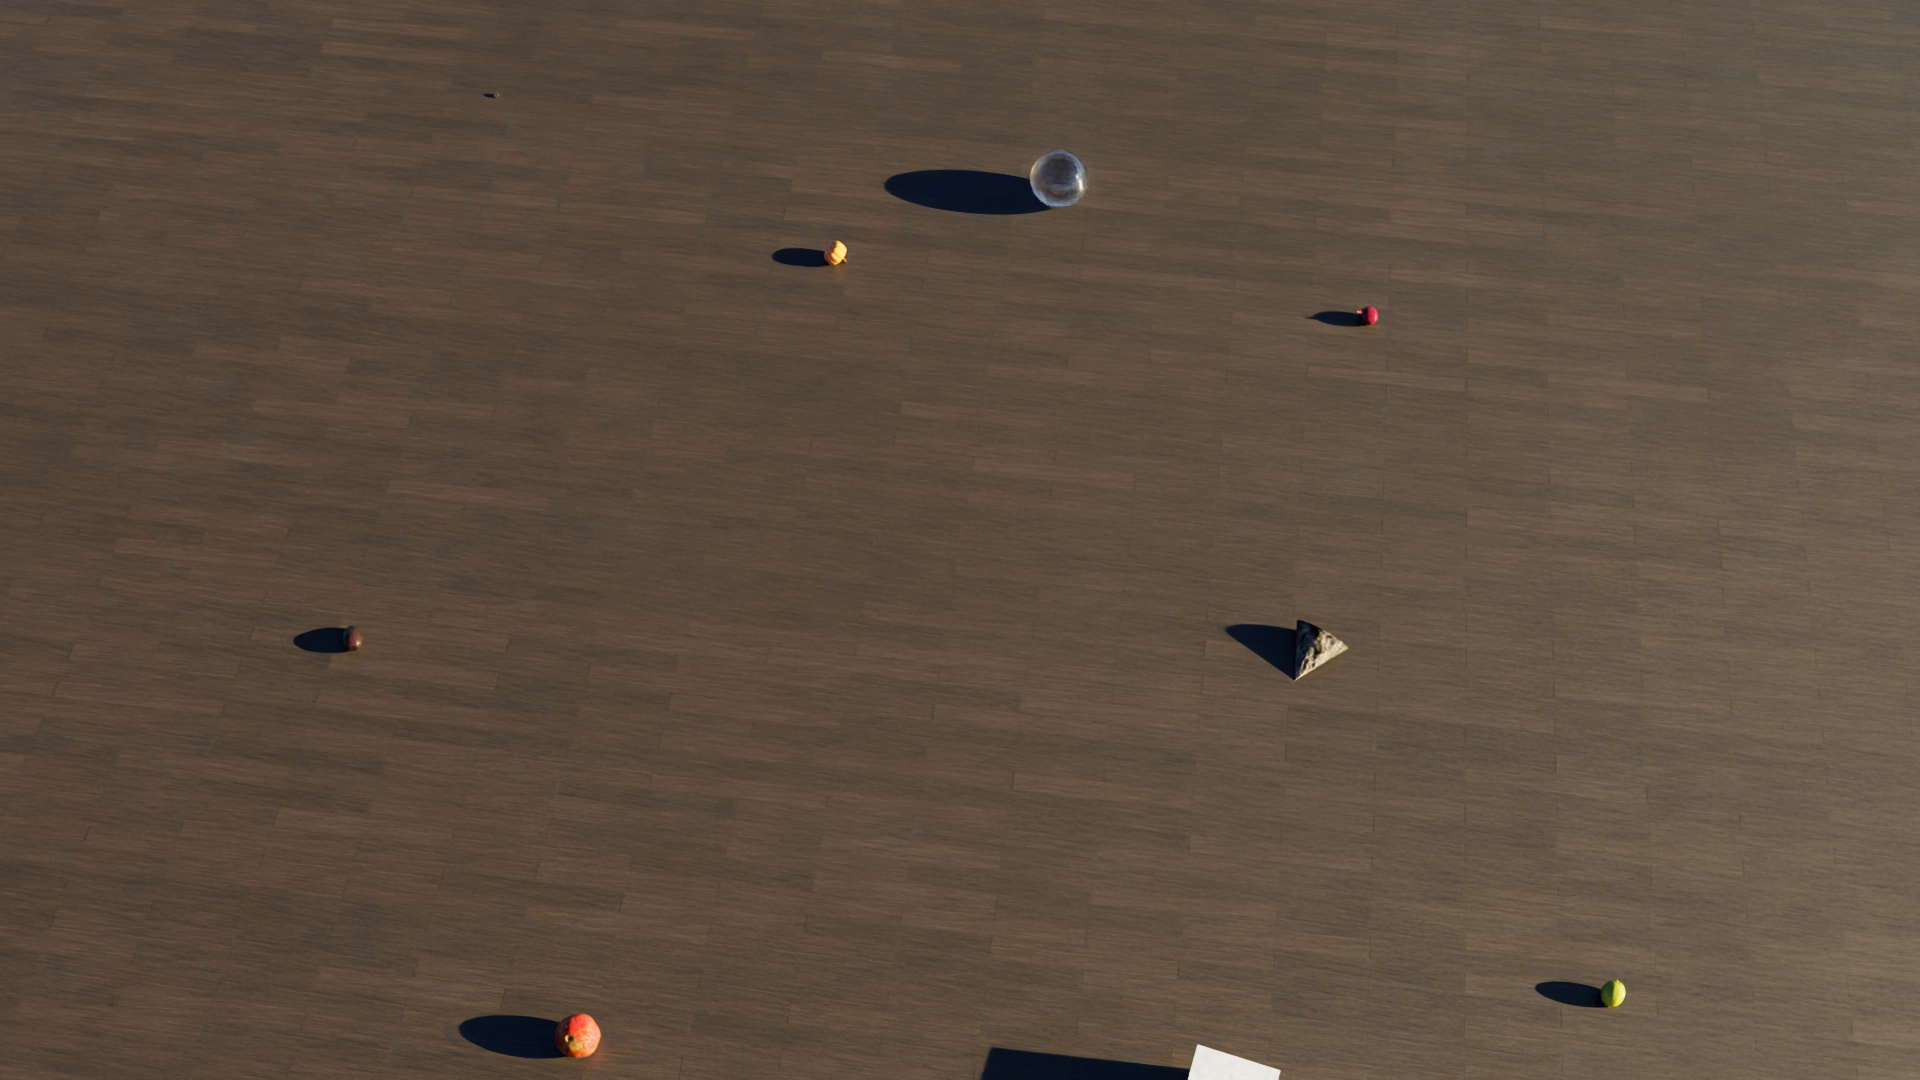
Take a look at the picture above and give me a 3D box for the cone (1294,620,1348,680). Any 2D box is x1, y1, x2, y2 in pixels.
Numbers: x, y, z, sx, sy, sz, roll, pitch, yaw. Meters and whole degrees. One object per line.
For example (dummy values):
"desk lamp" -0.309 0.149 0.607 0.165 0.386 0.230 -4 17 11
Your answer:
"cone" 1.002 0.338 6.322 0.167 0.088 0.163 29 76 17

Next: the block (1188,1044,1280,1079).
"block" 0.679 1.386 5.540 0.213 0.173 0.112 15 58 10

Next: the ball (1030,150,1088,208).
"ball" 0.328 -1.192 7.258 0.193 0.193 0.193 0 56 0
